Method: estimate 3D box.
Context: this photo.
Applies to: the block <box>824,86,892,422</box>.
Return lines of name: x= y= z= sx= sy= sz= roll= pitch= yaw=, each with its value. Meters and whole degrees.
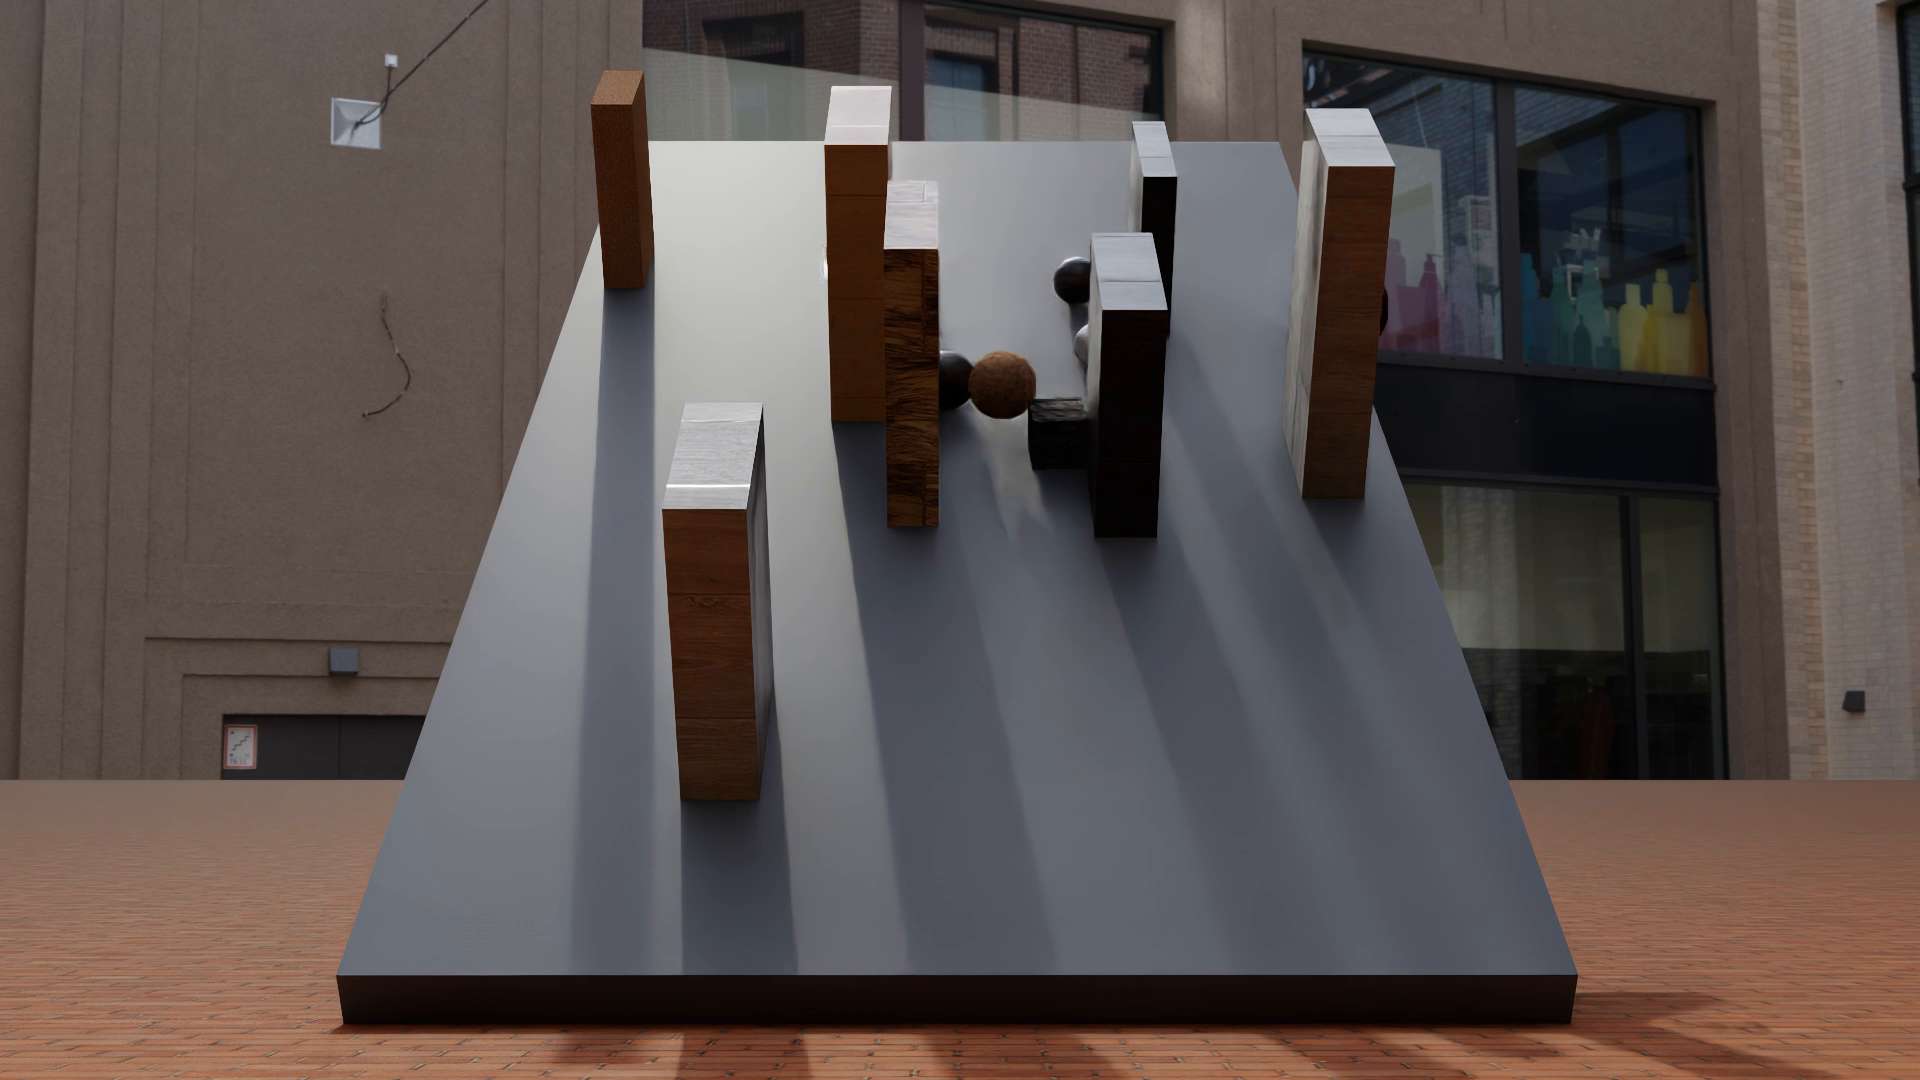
block: x=-0.233 y=-0.678 z=5.661 sx=0.141 sy=0.681 sz=0.413 roll=0 pitch=29 yaw=0

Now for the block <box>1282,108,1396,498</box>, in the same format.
block: x=0.826 y=-0.519 z=5.283 sx=0.138 sy=0.773 sz=0.366 roll=0 pitch=29 yaw=0

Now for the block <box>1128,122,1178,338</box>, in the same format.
block: x=0.489 y=-0.800 z=6.151 sx=0.083 sy=0.429 sz=0.410 roll=0 pitch=29 yaw=0

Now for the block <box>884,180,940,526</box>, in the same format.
block: x=-0.102 y=-0.407 z=5.211 sx=0.111 sy=0.641 sz=0.397 roll=0 pitch=29 yaw=0

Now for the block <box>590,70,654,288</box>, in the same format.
block: x=-0.889 y=-0.954 z=6.345 sx=0.105 sy=0.504 sz=0.276 roll=0 pitch=29 yaw=0

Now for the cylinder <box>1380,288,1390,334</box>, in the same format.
cylinder: x=0.944 y=-0.571 z=5.923 sx=0.164 sy=0.164 sz=0.164 roll=6 pitch=5 yaw=-45

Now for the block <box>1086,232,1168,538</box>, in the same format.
block: x=0.355 y=-0.340 z=5.207 sx=0.134 sy=0.530 sz=0.426 roll=0 pitch=29 yaw=0

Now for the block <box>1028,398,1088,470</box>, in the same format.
block: x=0.221 y=-0.242 z=5.451 sx=0.121 sy=0.121 sz=0.121 roll=-2 pitch=29 yaw=-4

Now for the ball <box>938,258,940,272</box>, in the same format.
ball: x=-0.115 y=-0.727 z=6.327 sx=0.126 sy=0.126 sz=0.126 roll=0 pitch=-6 yaw=0

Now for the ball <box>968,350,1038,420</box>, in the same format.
ball: x=0.099 y=-0.358 z=5.546 sx=0.159 sy=0.159 sz=0.159 roll=0 pitch=-6 yaw=0

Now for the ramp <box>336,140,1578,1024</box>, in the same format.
ramp: x=-0.012 y=-0.218 z=5.637 sx=2.000 sy=0.100 sz=4.000 roll=0 pitch=29 yaw=0

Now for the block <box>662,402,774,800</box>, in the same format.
block: x=-0.429 y=0.108 z=4.325 sx=0.141 sy=0.589 sz=0.411 roll=0 pitch=29 yaw=0

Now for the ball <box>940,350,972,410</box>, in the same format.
ball: x=-0.034 y=-0.379 z=5.678 sx=0.142 sy=0.142 sz=0.142 roll=0 pitch=-6 yaw=0

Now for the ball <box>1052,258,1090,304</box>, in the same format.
ball: x=0.304 y=-0.674 z=6.236 sx=0.123 sy=0.123 sz=0.123 roll=0 pitch=-6 yaw=0

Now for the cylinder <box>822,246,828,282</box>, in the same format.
cylinder: x=-0.242 y=-0.745 z=6.132 sx=0.196 sy=0.196 sz=0.196 roll=9 pitch=-6 yaw=-2

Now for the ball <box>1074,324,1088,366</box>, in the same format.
ball: x=0.333 y=-0.481 z=5.901 sx=0.108 sy=0.108 sz=0.108 roll=0 pitch=-6 yaw=0
